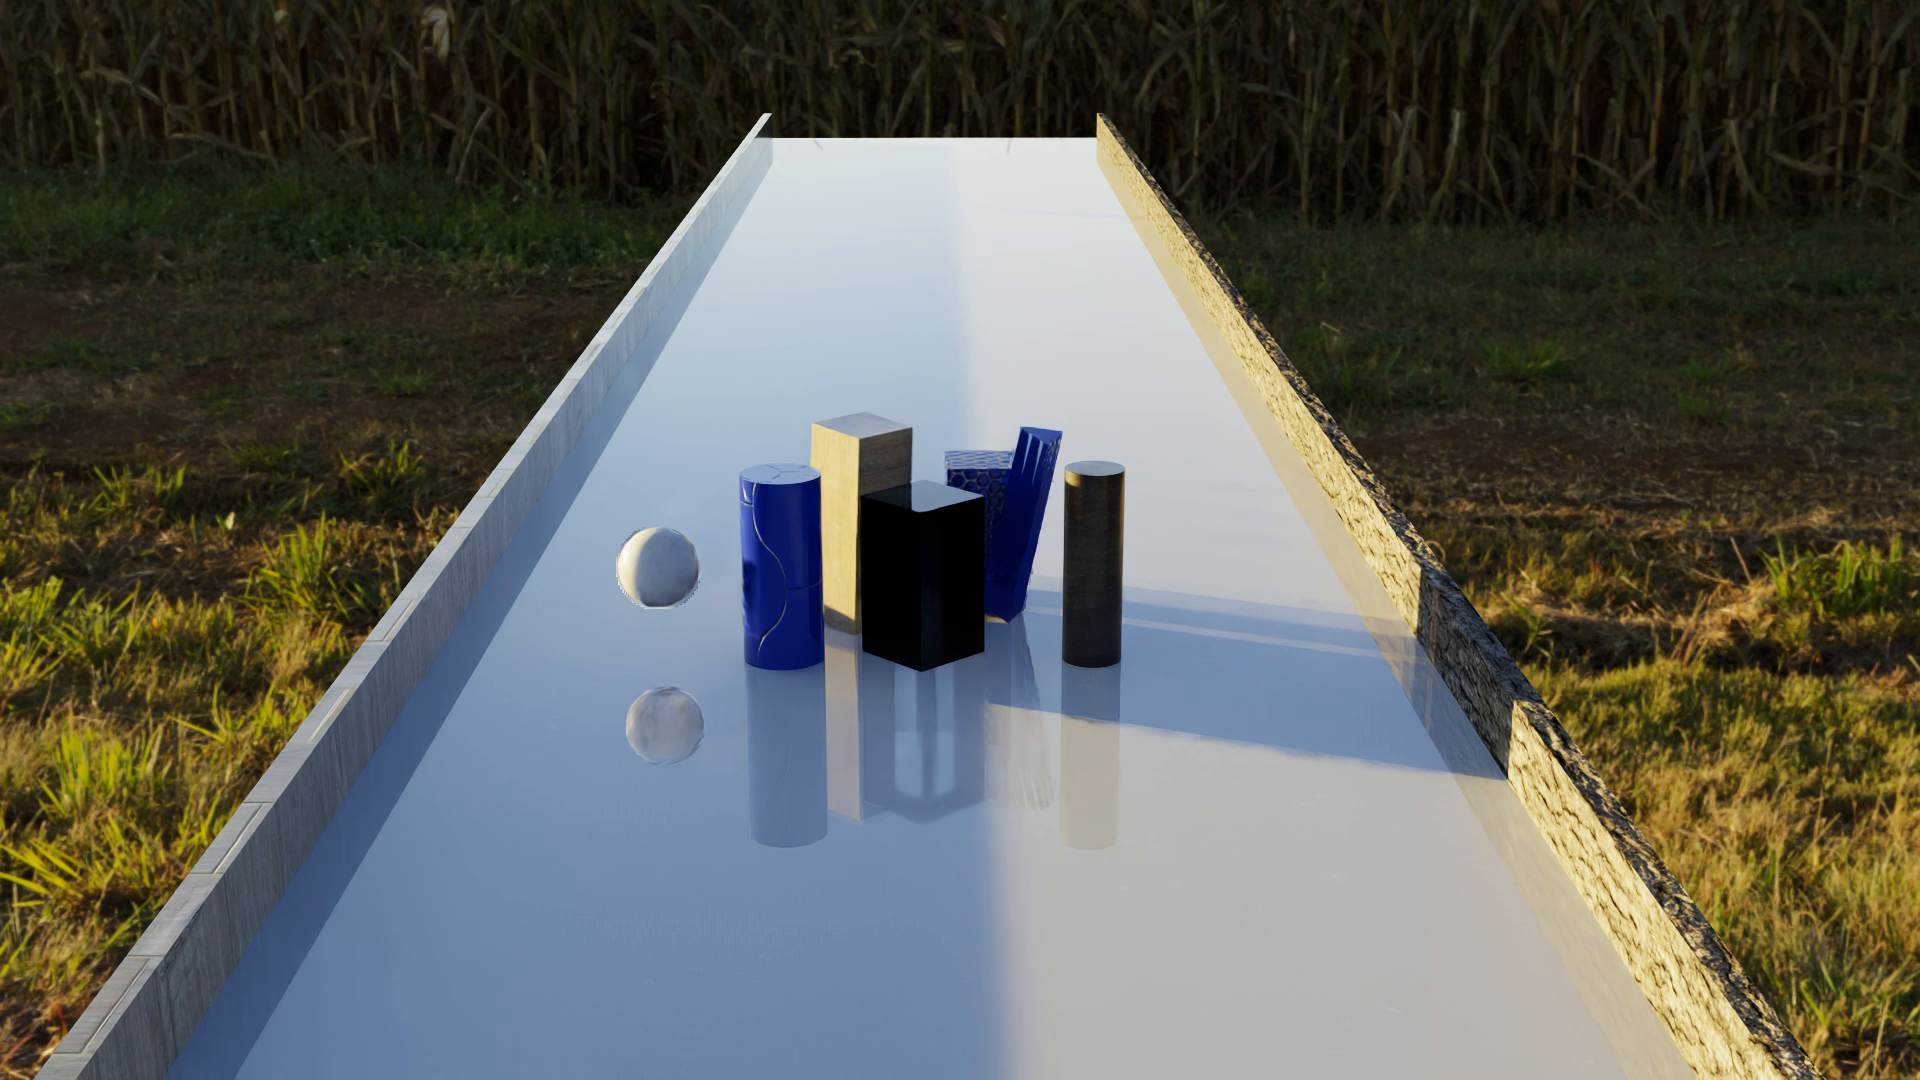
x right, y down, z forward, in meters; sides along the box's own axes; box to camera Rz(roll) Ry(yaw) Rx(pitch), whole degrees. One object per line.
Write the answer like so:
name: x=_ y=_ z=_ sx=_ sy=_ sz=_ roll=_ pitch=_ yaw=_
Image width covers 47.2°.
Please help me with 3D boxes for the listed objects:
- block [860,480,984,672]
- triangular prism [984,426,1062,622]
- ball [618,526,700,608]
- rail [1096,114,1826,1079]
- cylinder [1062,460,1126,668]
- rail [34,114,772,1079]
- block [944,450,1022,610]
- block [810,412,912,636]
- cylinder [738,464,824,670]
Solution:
block: x=-0.075 y=0.069 z=4.420 sx=0.176 sy=0.328 sz=0.176 roll=-15 pitch=22 yaw=-42
triangular prism: x=0.143 y=-0.035 z=4.607 sx=0.079 sy=0.414 sz=0.091 roll=-10 pitch=32 yaw=-40
ball: x=-0.608 y=0.055 z=4.441 sx=0.164 sy=0.164 sz=0.164 roll=0 pitch=17 yaw=0
rail: x=0.932 y=-0.844 z=7.801 sx=0.050 sy=0.150 sz=12.000 roll=0 pitch=17 yaw=-1
cylinder: x=0.265 y=0.048 z=4.373 sx=0.119 sy=0.395 sz=0.119 roll=0 pitch=17 yaw=0
rail: x=-1.118 y=-0.838 z=7.780 sx=0.050 sy=0.150 sz=12.000 roll=0 pitch=17 yaw=-1
block: x=0.049 y=-0.022 z=4.753 sx=0.160 sy=0.313 sz=0.160 roll=-1 pitch=17 yaw=-3
block: x=-0.209 y=-0.036 z=4.587 sx=0.147 sy=0.425 sz=0.147 roll=-15 pitch=26 yaw=-42
cylinder: x=-0.354 y=0.052 z=4.380 sx=0.163 sy=0.382 sz=0.163 roll=0 pitch=17 yaw=0
